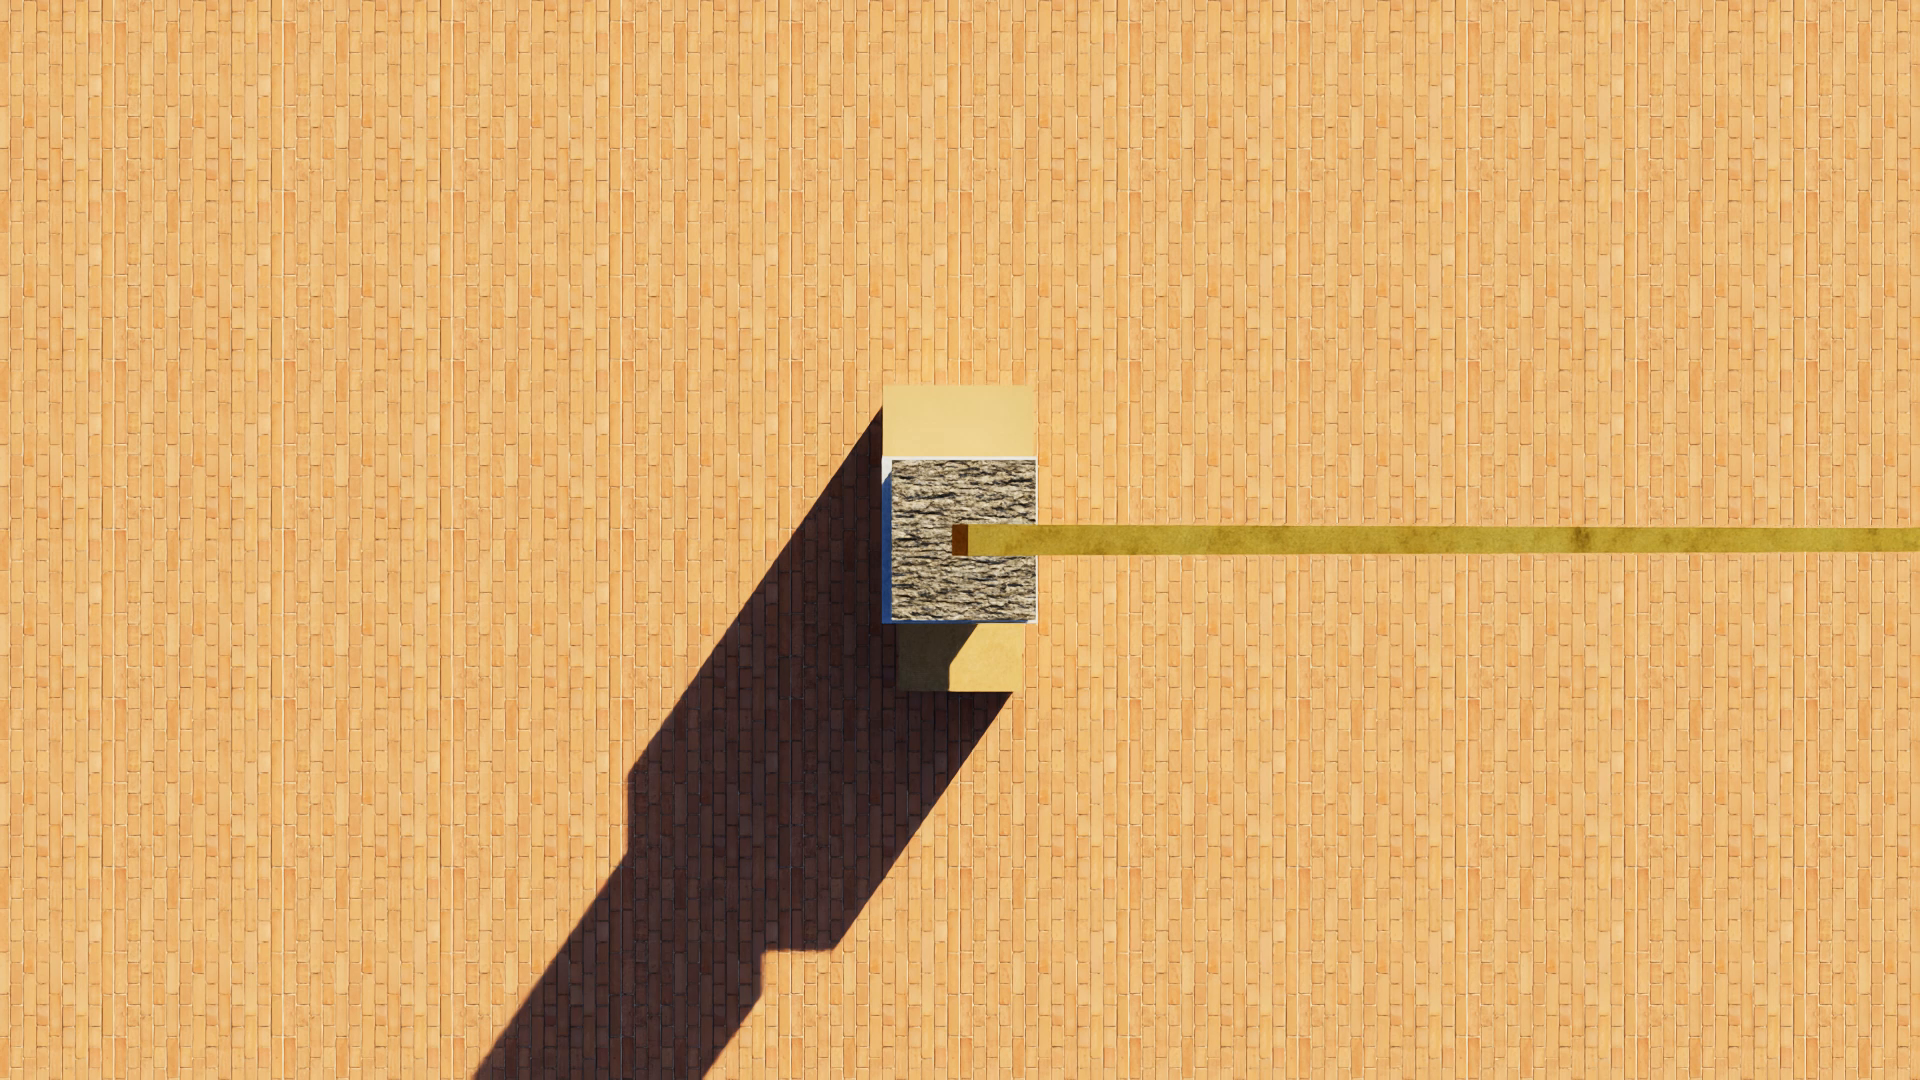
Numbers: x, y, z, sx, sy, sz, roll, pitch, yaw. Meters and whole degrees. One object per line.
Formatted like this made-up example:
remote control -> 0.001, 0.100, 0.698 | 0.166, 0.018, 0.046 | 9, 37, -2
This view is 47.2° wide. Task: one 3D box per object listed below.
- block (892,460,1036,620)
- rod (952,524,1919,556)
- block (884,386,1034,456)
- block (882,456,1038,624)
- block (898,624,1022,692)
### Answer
block -> 0.019, 0.000, 10.972 | 0.699, 0.621, 0.778 | 0, 90, 0
rod -> 2.234, 0.000, 6.927 | 5.200, 0.080, 0.080 | 0, 90, -31
block -> -0.010, -0.405, 12.546 | 0.826, 0.908, 0.890 | 0, 90, 0
block -> -0.003, 0.000, 11.687 | 0.797, 0.810, 0.856 | 0, 90, 0
block -> 0.002, 0.450, 12.679 | 0.692, 0.642, 0.799 | 0, 90, 0
